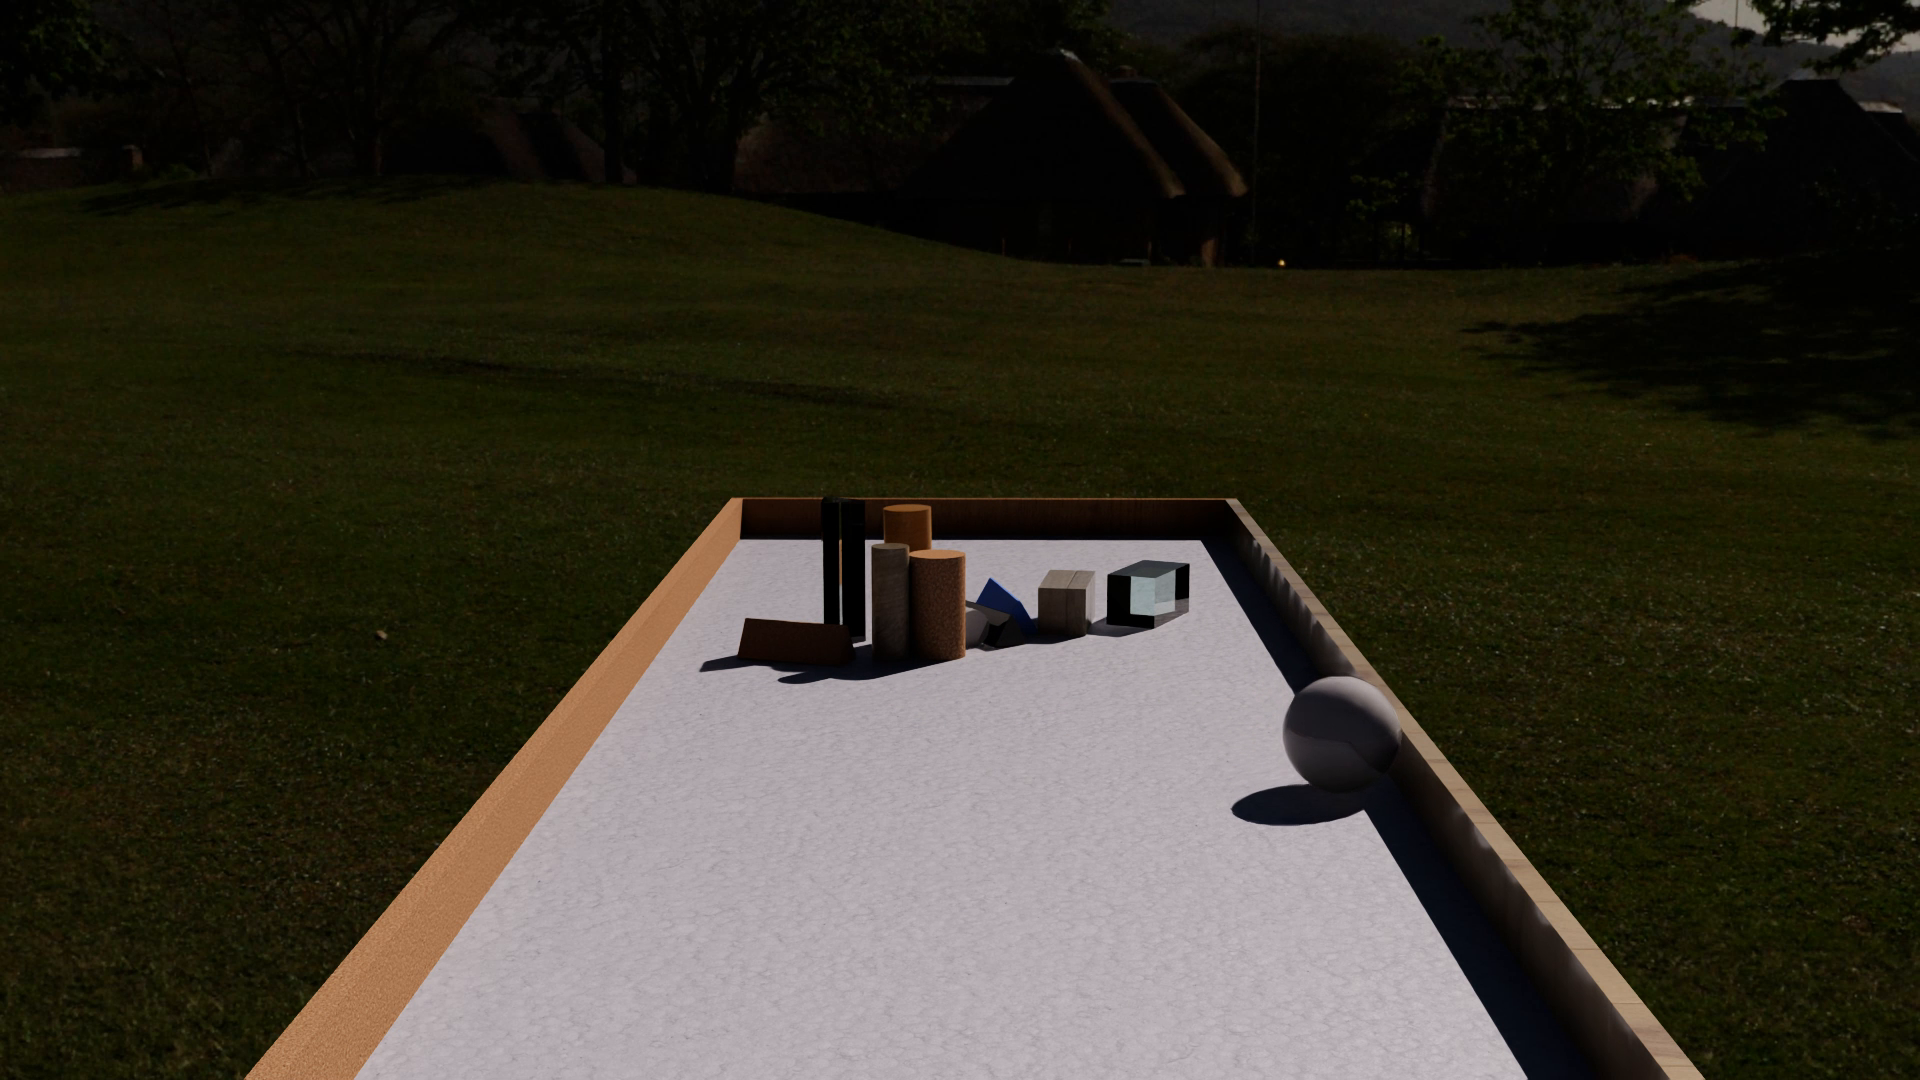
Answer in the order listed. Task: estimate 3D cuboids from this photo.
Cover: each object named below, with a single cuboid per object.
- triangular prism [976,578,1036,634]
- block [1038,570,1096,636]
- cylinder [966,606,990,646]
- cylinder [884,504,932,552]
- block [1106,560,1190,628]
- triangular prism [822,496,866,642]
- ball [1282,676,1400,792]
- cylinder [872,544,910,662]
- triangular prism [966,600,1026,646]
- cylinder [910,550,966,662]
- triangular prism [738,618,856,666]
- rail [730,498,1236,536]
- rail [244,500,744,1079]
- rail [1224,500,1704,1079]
[{"bbox_3d":[0.148,0.214,7.292,0.125,0.108,0.443,-2,9,-11],"label":"triangular prism"},{"bbox_3d":[0.353,0.205,7.227,0.154,0.154,0.348,1,9,8],"label":"block"},{"bbox_3d":[-0.052,0.253,7.038,0.118,0.118,0.361,-5,11,-31],"label":"cylinder"},{"bbox_3d":[-0.161,0.111,6.930,0.151,0.429,0.151,-1,9,0],"label":"cylinder"},{"bbox_3d":[0.631,0.179,7.346,0.168,0.168,0.325,4,10,26],"label":"block"},{"bbox_3d":[-0.397,0.095,6.969,0.151,0.452,0.131,-5,10,-30],"label":"triangular prism"},{"bbox_3d":[0.904,0.460,5.222,0.277,0.277,0.277,0,9,0],"label":"ball"},{"bbox_3d":[-0.211,0.190,6.696,0.116,0.348,0.116,0,9,0],"label":"cylinder"},{"bbox_3d":[0.067,0.257,7.057,0.114,0.099,0.372,-5,10,-30],"label":"triangular prism"},{"bbox_3d":[-0.070,0.199,6.746,0.173,0.316,0.173,0,9,0],"label":"cylinder"},{"bbox_3d":[-0.499,0.304,6.705,0.337,0.114,0.132,3,10,20],"label":"triangular prism"},{"bbox_3d":[0.099,-0.098,9.147,2.100,0.150,0.050,0,9,1],"label":"rail"},{"bbox_3d":[-1.004,0.839,3.234,0.050,0.150,12.000,0,9,1],"label":"rail"},{"bbox_3d":[1.046,0.843,3.208,0.050,0.150,12.000,0,9,1],"label":"rail"}]
